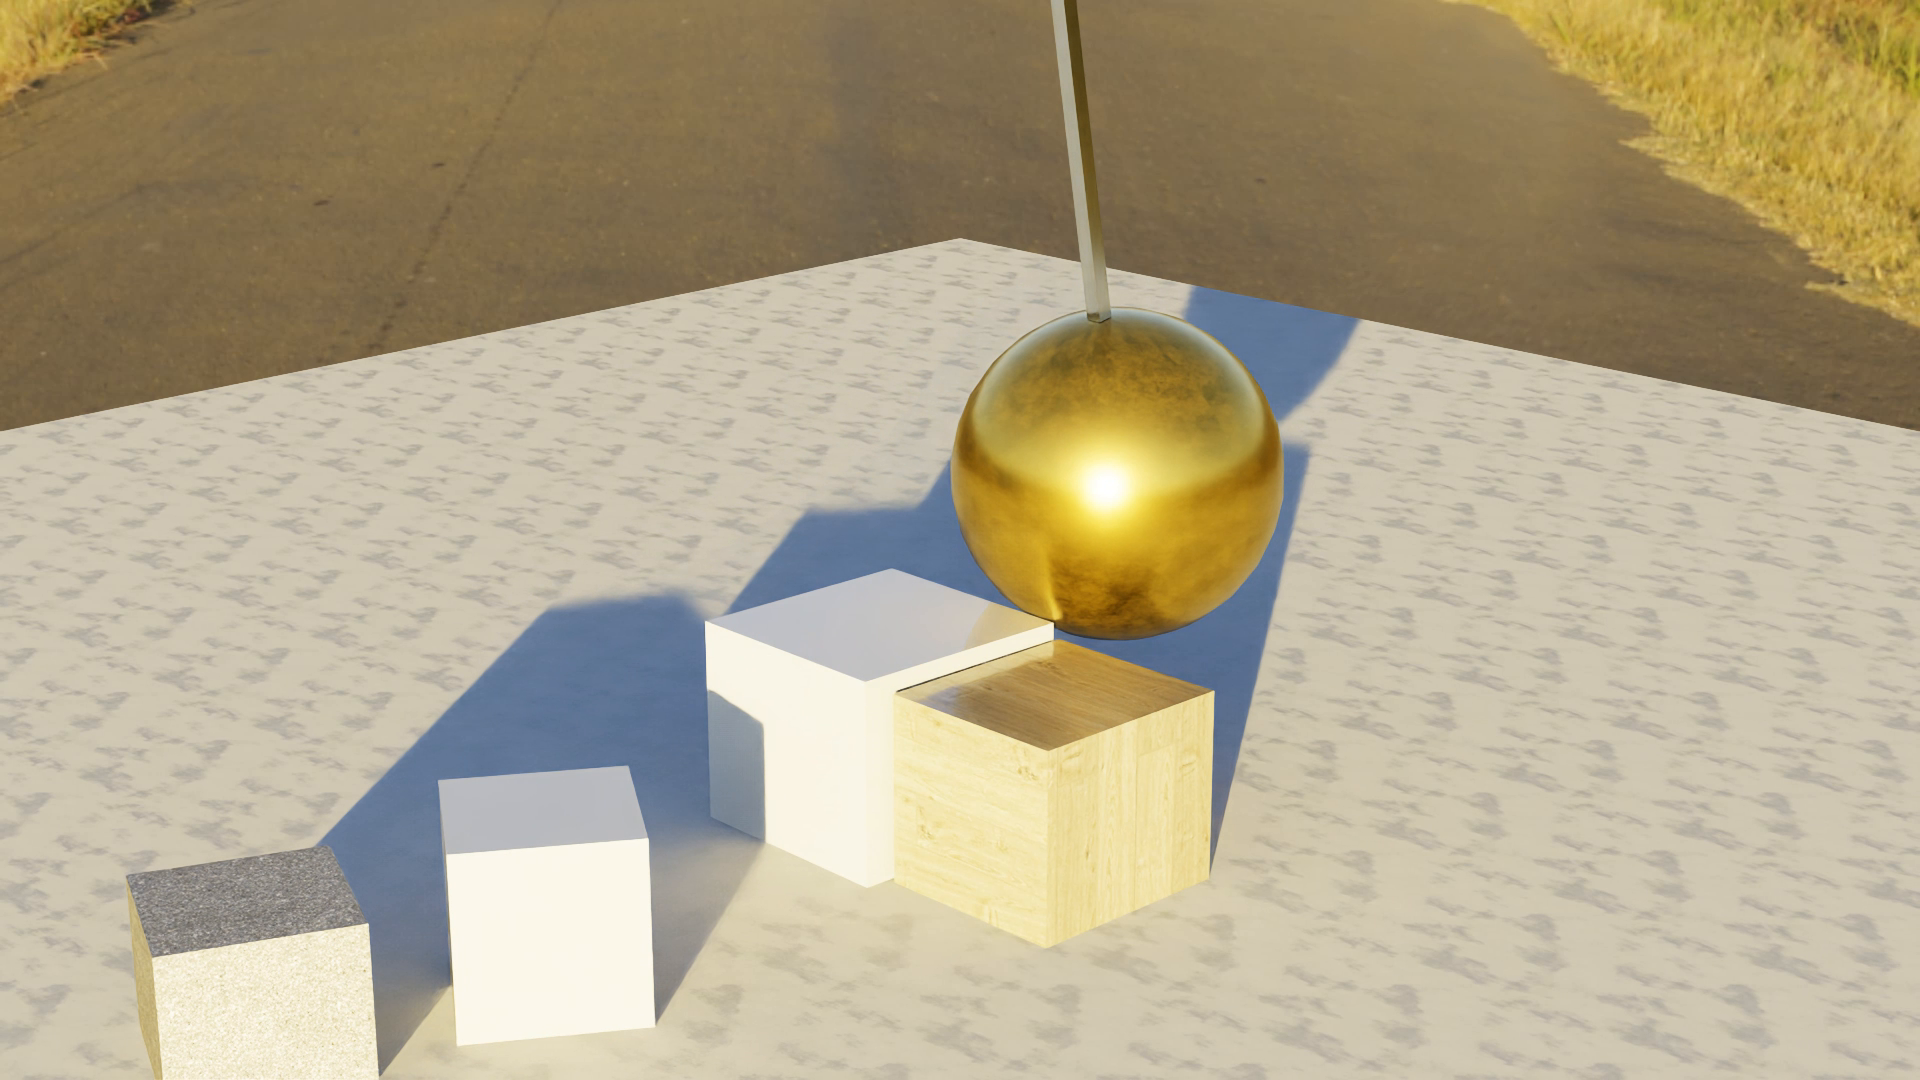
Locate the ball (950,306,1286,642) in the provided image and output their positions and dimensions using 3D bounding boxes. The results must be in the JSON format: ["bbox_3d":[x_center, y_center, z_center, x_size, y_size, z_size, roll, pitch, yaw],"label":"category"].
[{"bbox_3d":[0.752,-0.315,14.031,1.600,1.600,1.600,0,17,0],"label":"ball"}]

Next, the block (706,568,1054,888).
[{"bbox_3d":[-0.380,0.860,13.949,1.181,0.994,1.136,-16,23,-41],"label":"block"}]

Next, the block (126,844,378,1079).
[{"bbox_3d":[-2.829,1.739,11.696,0.818,0.670,0.826,-7,19,-21],"label":"block"}]

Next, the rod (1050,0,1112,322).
[{"bbox_3d":[0.326,-3.380,12.621,0.080,5.200,0.080,17,34,42],"label":"rod"}]

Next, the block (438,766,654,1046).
[{"bbox_3d":[-1.723,1.502,12.172,0.799,0.835,0.801,-4,18,-11],"label":"block"}]

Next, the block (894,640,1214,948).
[{"bbox_3d":[0.420,1.119,13.257,1.064,0.916,0.969,-16,24,-41],"label":"block"}]
